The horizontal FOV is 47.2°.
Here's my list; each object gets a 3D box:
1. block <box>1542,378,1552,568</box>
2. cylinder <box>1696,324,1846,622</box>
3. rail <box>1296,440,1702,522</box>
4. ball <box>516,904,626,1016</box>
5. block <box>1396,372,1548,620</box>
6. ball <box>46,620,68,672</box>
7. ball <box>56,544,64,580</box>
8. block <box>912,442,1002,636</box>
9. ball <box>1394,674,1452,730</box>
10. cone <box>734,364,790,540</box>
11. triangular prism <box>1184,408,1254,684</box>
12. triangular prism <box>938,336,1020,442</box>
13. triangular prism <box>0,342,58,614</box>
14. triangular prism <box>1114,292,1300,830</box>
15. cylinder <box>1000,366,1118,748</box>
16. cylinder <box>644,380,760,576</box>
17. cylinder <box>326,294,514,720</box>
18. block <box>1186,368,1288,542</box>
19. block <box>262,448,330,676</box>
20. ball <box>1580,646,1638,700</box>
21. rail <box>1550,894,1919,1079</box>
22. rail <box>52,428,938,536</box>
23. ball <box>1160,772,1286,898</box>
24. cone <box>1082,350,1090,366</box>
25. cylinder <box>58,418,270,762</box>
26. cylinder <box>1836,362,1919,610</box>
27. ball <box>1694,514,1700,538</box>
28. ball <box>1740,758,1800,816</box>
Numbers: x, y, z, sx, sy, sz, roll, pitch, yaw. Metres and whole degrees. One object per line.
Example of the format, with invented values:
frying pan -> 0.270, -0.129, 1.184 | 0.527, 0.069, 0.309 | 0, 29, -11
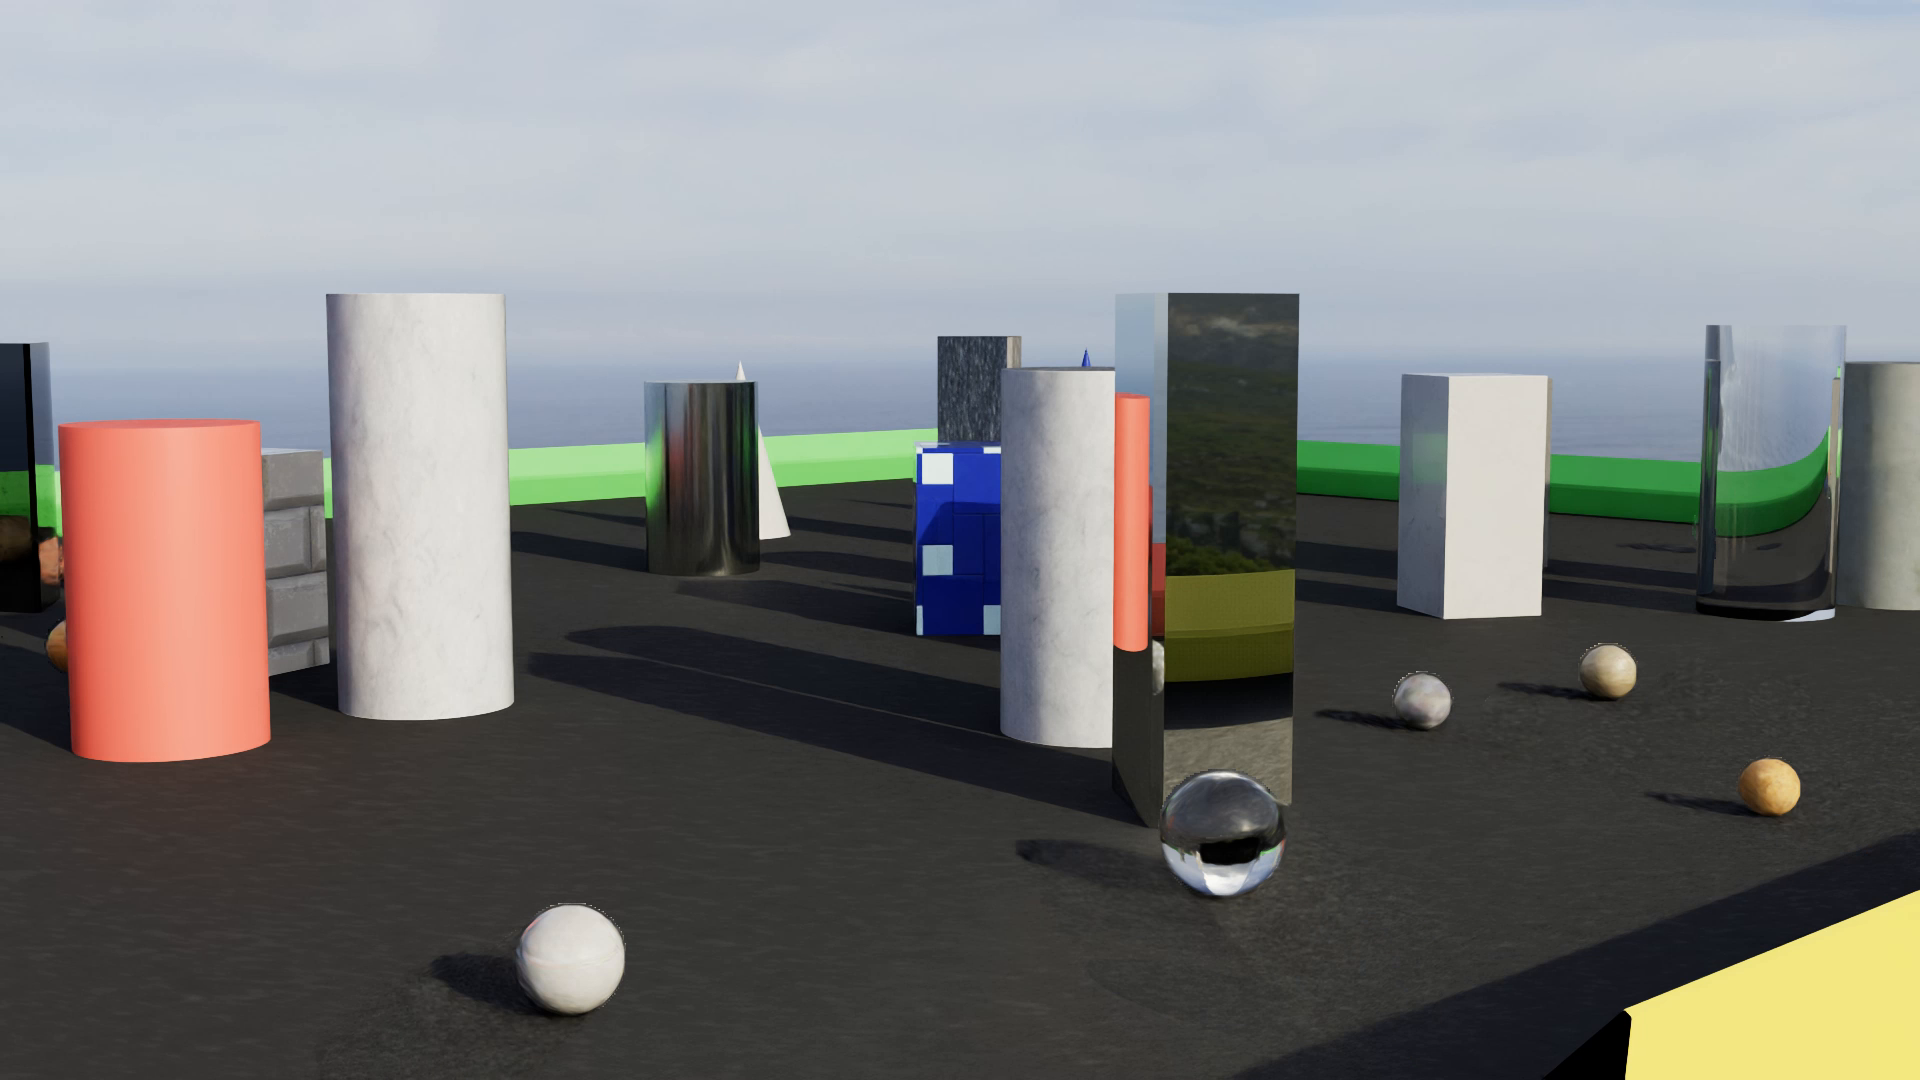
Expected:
block -> 0.909, -0.115, 3.789 | 0.155, 0.326, 0.155 | 6, 8, 42
cylinder -> 1.186, -0.103, 3.220 | 0.193, 0.421, 0.193 | 0, 6, 0
rail -> 1.438, -0.106, 4.652 | 0.045, 0.126, 3.852 | -6, 8, -42
ball -> -0.247, 0.266, 1.393 | 0.069, 0.069, 0.069 | 0, 6, 0
block -> 0.753, -0.069, 3.244 | 0.155, 0.349, 0.155 | -2, 6, -14
ball -> -1.081, 0.130, 2.693 | 0.068, 0.068, 0.068 | 0, 6, 0
ball -> -1.402, 0.034, 3.518 | 0.086, 0.086, 0.086 | 0, 6, 0
block -> 0.014, -0.006, 3.079 | 0.155, 0.256, 0.155 | 0, 6, -3
ball -> 0.492, 0.172, 2.336 | 0.059, 0.059, 0.059 | 0, 6, 0
cone -> -0.432, -0.182, 4.337 | 0.193, 0.345, 0.193 | 0, 6, 0
triangular prism -> 0.256, 0.000, 2.708 | 0.145, 0.323, 0.167 | 4, 7, 33
triangular prism -> 0.068, -0.183, 4.109 | 0.167, 0.394, 0.145 | 5, 8, 37
triangular prism -> -1.413, -0.099, 3.304 | 0.167, 0.395, 0.145 | 2, 6, 17
triangular prism -> 0.189, 0.009, 1.973 | 0.167, 0.458, 0.145 | -5, 8, -38
cylinder -> 0.139, 0.011, 2.316 | 0.193, 0.382, 0.193 | 0, 6, 0
cylinder -> -0.440, -0.109, 3.752 | 0.193, 0.323, 0.193 | 0, 6, 0
cylinder -> -0.603, -0.044, 2.462 | 0.193, 0.461, 0.193 | 0, 6, 0
block -> 0.521, -0.166, 4.257 | 0.155, 0.330, 0.155 | -4, 7, -35
block -> -0.898, 0.025, 2.723 | 0.155, 0.269, 0.155 | 3, 7, 25
ball -> 0.741, 0.152, 2.511 | 0.063, 0.063, 0.063 | 0, 6, 0
rail -> 1.290, 0.179, 1.942 | 3.961, 0.126, 0.045 | -6, 8, -42
rail -> -1.290, -0.113, 4.722 | 3.961, 0.126, 0.045 | -6, 8, -42
ball -> 0.199, 0.223, 1.671 | 0.095, 0.095, 0.095 | 0, 6, 0
cone -> 0.259, -0.213, 4.525 | 0.193, 0.367, 0.193 | 0, 6, 0
cylinder -> -0.811, 0.045, 2.247 | 0.193, 0.329, 0.193 | 0, 6, 0
cylinder -> 1.419, -0.087, 3.340 | 0.193, 0.364, 0.193 | 0, 6, 0
ball -> 1.389, -0.021, 4.011 | 0.093, 0.093, 0.093 | 0, 6, 0
ball -> 0.713, 0.218, 1.936 | 0.051, 0.051, 0.051 | 0, 6, 0
